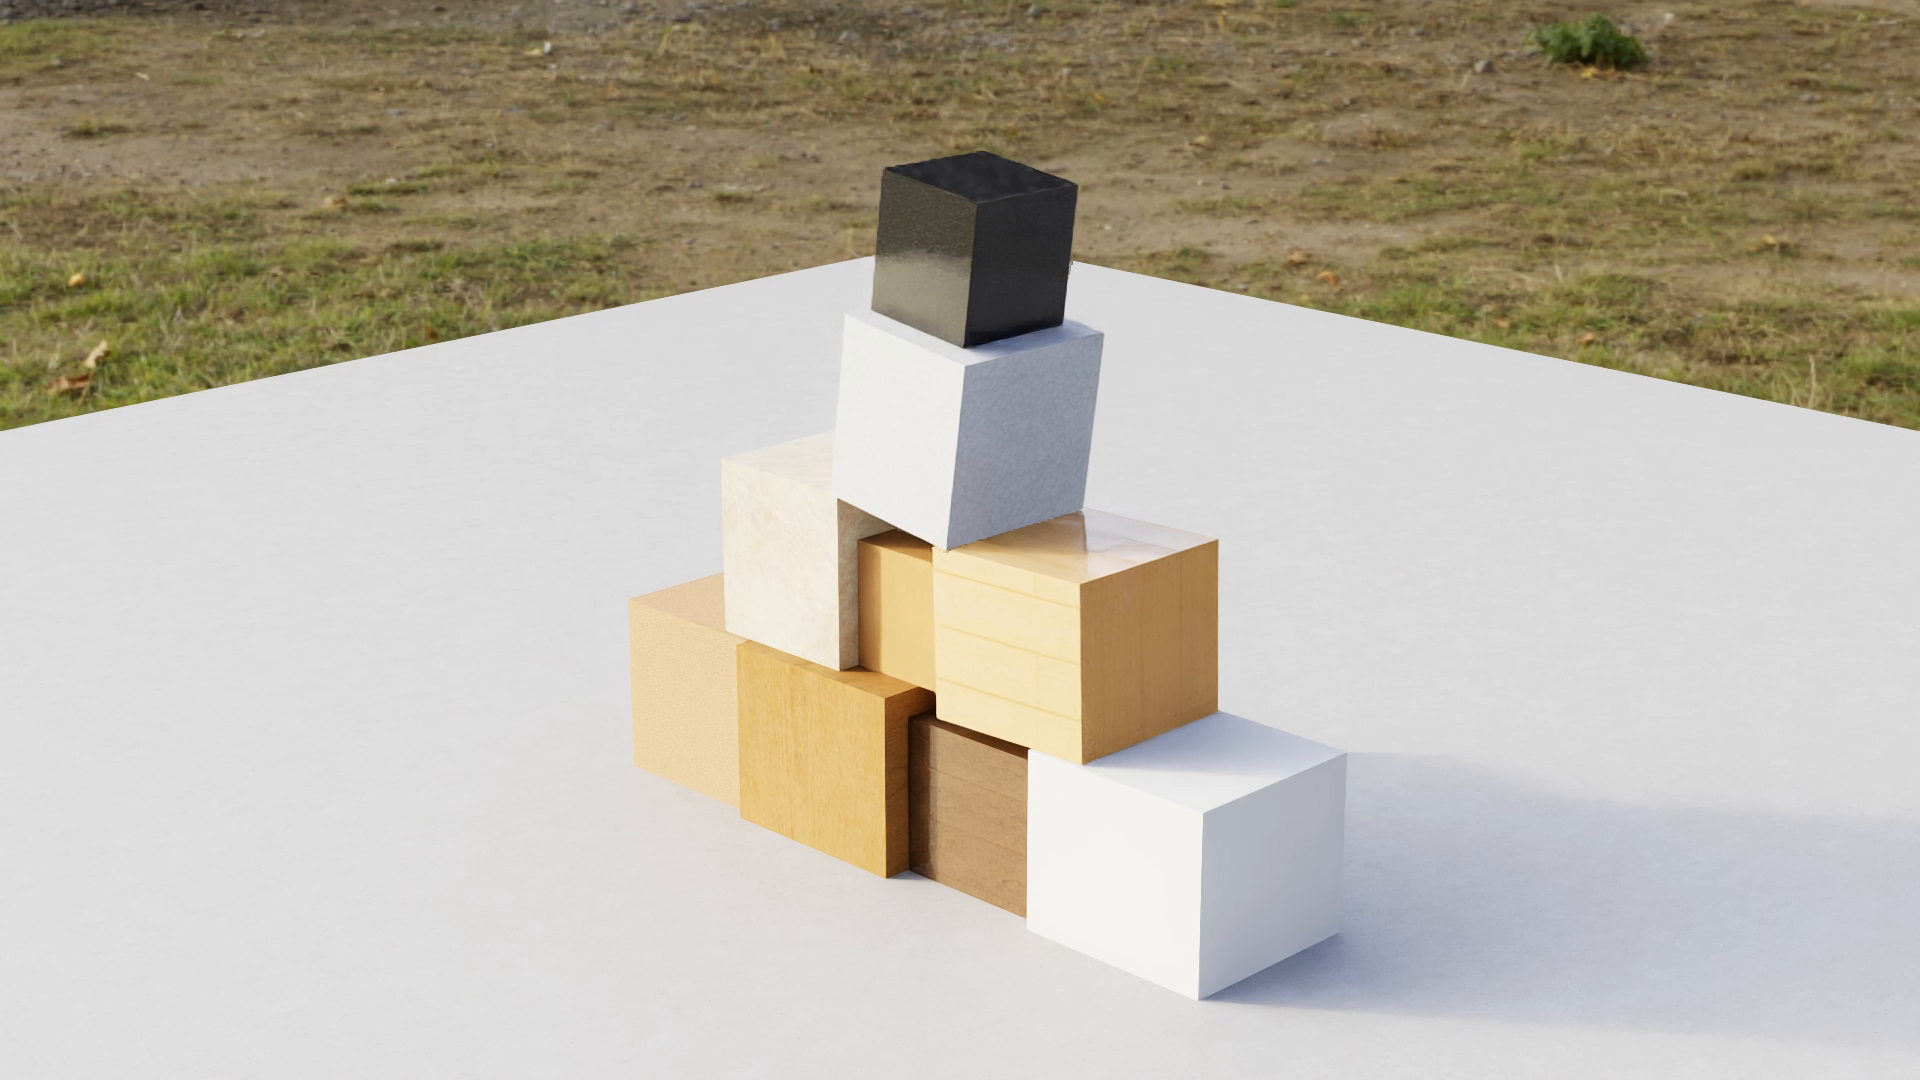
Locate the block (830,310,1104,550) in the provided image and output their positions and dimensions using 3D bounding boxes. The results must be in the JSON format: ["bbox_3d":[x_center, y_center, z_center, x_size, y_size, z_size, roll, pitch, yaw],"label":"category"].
[{"bbox_3d":[0.028,-0.566,13.112,0.879,0.853,0.748,-17,32,-42],"label":"block"}]

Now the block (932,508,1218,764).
[{"bbox_3d":[0.515,0.394,12.947,0.896,0.800,0.876,-17,22,-42],"label":"block"}]

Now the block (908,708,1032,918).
[{"bbox_3d":[0.317,1.170,13.363,0.740,0.756,0.814,-17,24,-42],"label":"block"}]

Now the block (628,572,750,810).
[{"bbox_3d":[-0.997,0.707,14.627,0.936,0.881,0.879,-17,24,-42],"label":"block"}]

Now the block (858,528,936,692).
[{"bbox_3d":[-0.047,0.295,13.455,0.632,0.607,0.564,17,24,42],"label":"block"}]

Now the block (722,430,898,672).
[{"bbox_3d":[-0.540,0.021,13.914,0.844,0.855,0.801,-17,24,-42],"label":"block"}]

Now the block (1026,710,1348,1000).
[{"bbox_3d":[0.981,1.313,12.754,0.956,0.847,0.987,-17,24,-42],"label":"block"}]

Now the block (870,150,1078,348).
[{"bbox_3d":[0.060,-1.284,12.877,0.625,0.649,0.585,-17,31,-42],"label":"block"}]

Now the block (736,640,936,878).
[{"bbox_3d":[-0.318,0.909,13.985,1.074,0.881,1.014,-17,24,-42],"label":"block"}]
